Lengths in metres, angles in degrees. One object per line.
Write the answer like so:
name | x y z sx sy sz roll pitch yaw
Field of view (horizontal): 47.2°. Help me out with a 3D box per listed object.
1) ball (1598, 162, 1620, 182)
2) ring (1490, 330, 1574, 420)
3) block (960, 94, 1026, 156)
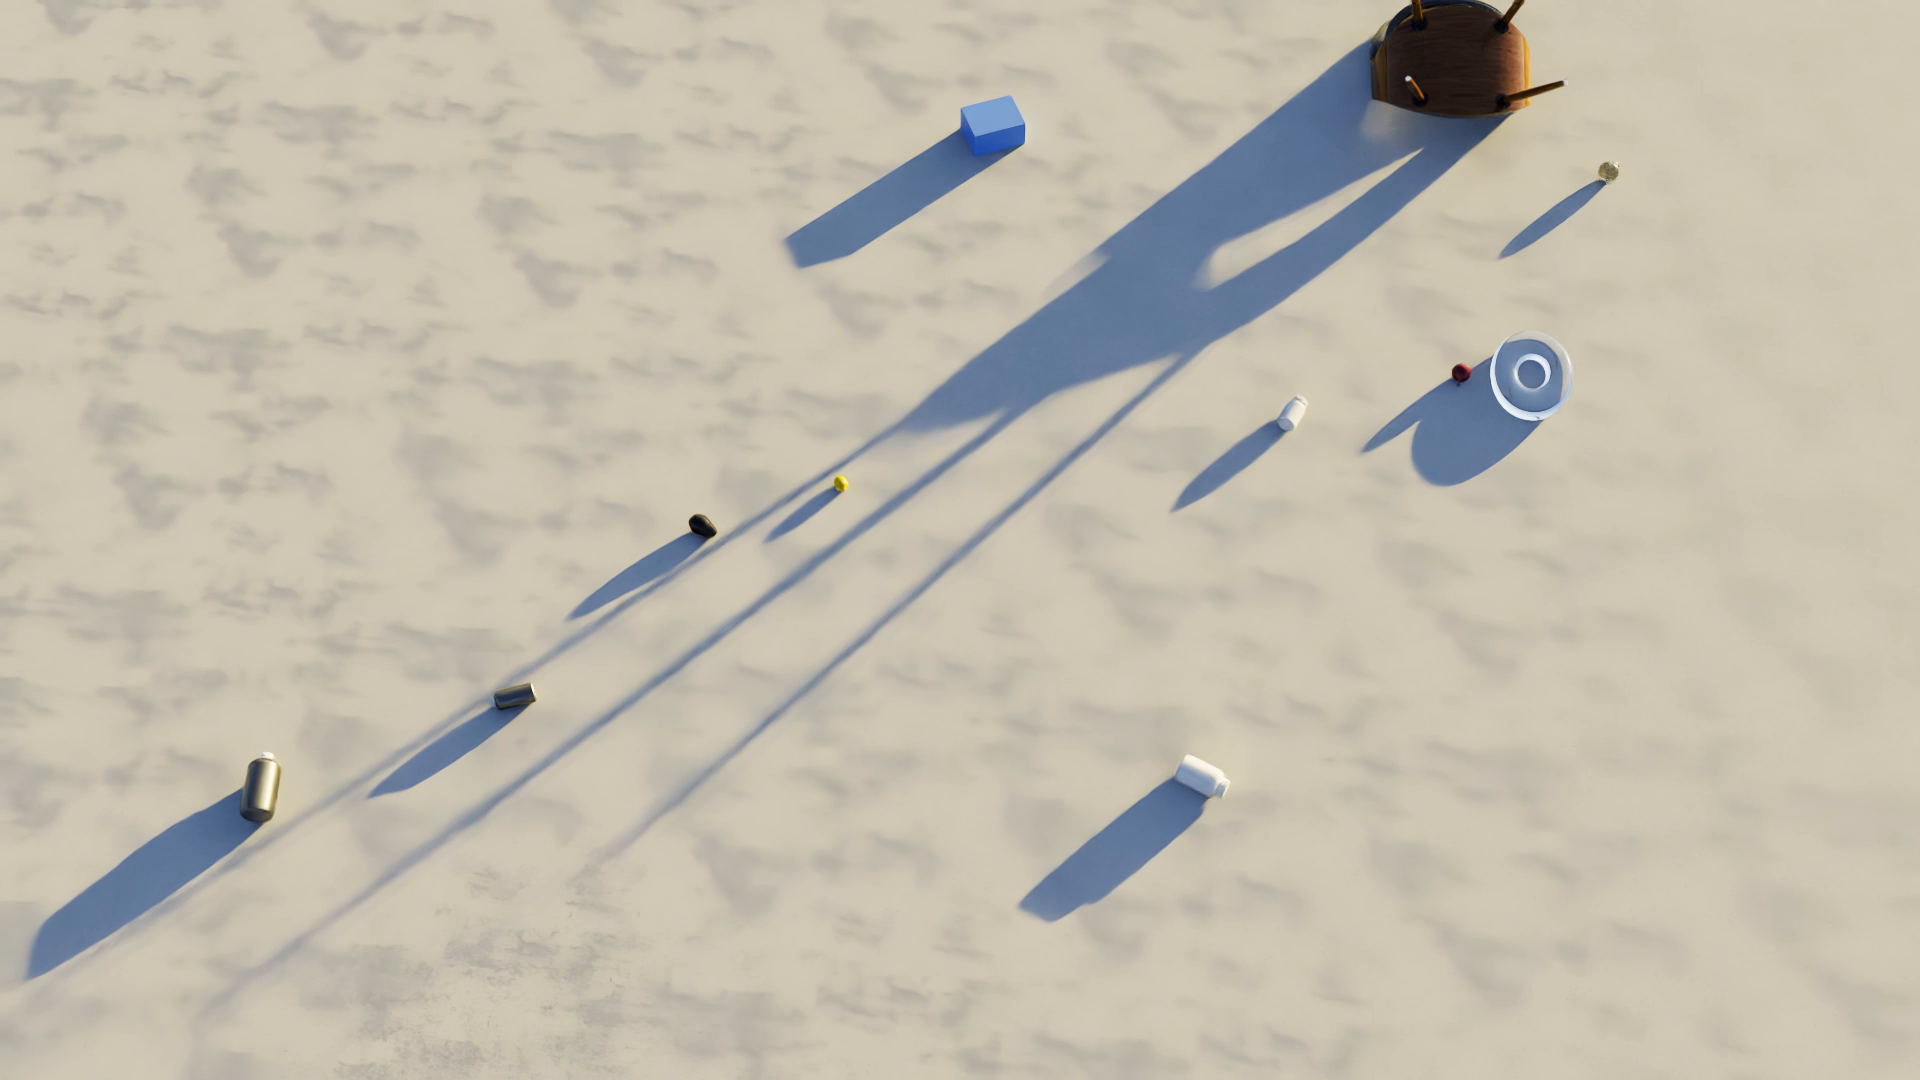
ball | 2.171 -1.233 7.360 0.067 0.067 0.067 0 56 0
ring | 1.792 -0.519 6.890 0.258 0.053 0.363 11 56 8
block | 0.112 -1.405 7.459 0.181 0.096 0.143 -16 58 -11
